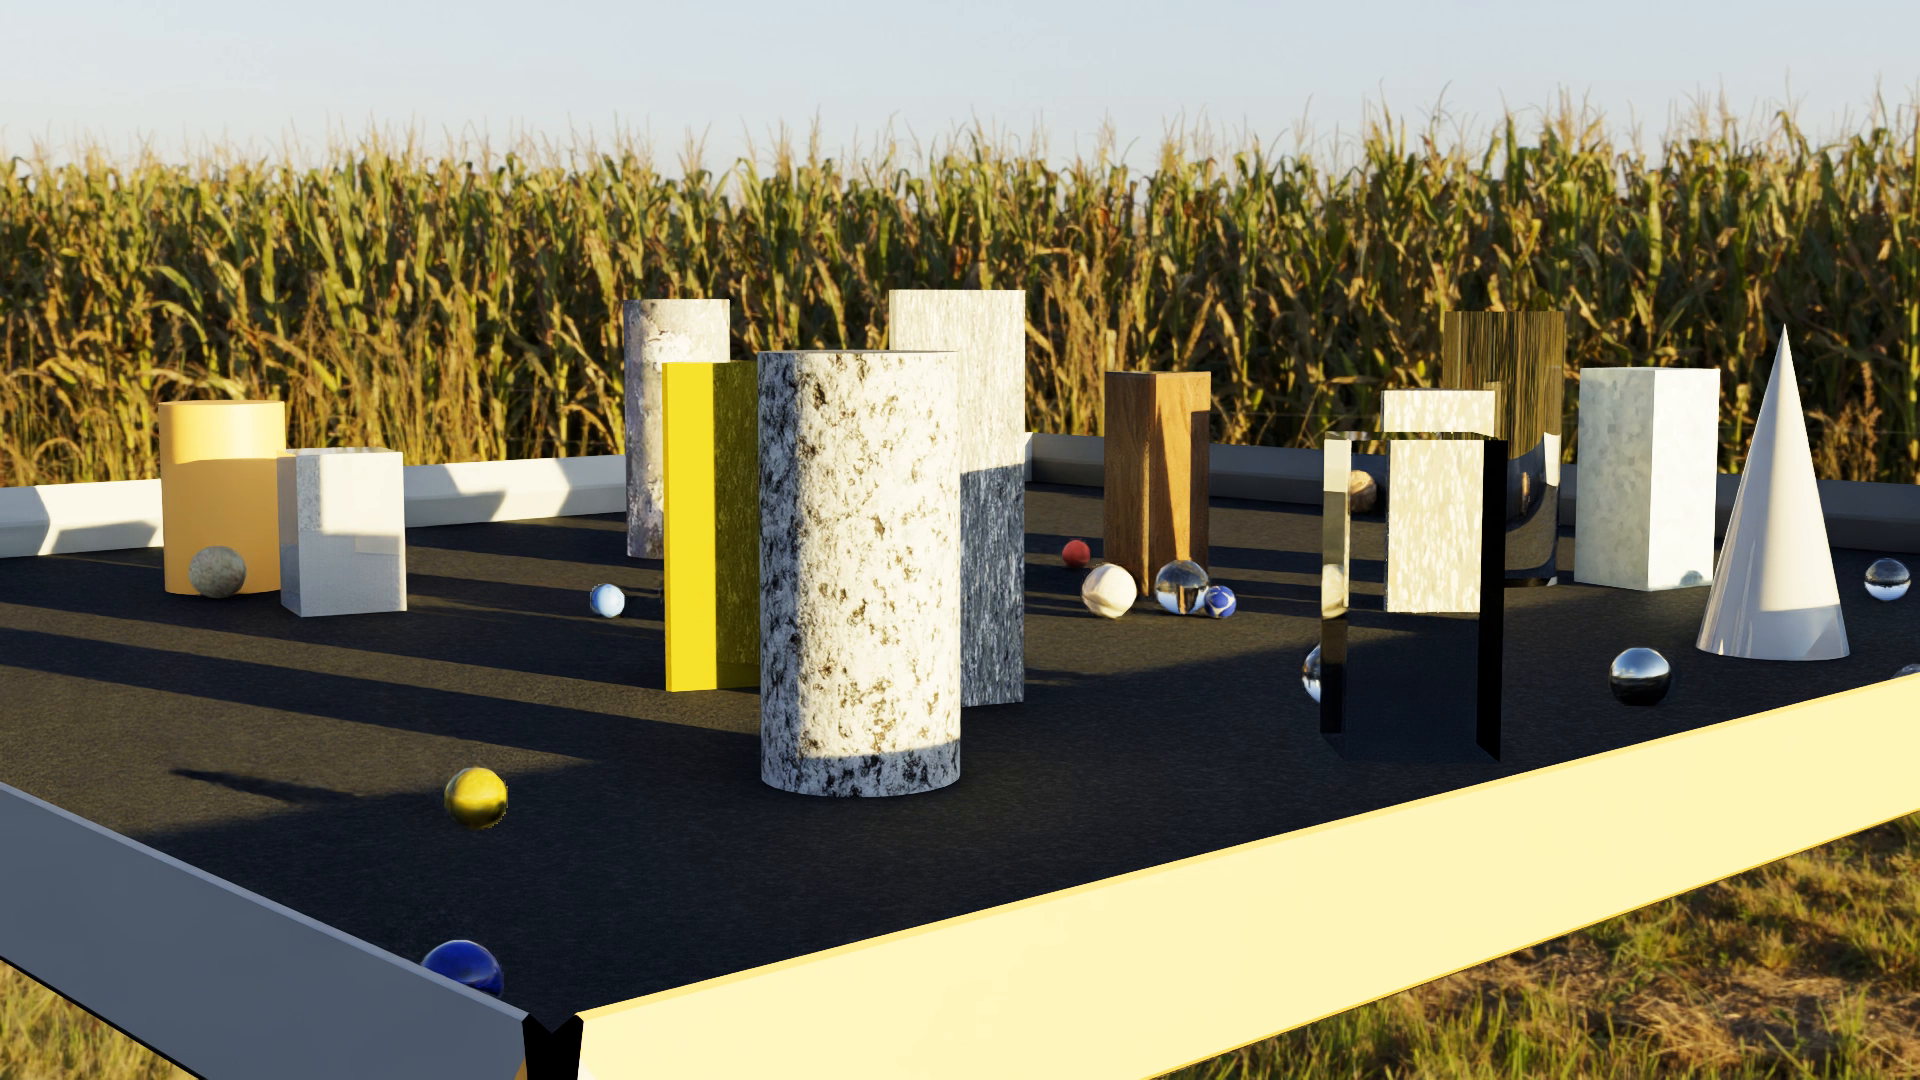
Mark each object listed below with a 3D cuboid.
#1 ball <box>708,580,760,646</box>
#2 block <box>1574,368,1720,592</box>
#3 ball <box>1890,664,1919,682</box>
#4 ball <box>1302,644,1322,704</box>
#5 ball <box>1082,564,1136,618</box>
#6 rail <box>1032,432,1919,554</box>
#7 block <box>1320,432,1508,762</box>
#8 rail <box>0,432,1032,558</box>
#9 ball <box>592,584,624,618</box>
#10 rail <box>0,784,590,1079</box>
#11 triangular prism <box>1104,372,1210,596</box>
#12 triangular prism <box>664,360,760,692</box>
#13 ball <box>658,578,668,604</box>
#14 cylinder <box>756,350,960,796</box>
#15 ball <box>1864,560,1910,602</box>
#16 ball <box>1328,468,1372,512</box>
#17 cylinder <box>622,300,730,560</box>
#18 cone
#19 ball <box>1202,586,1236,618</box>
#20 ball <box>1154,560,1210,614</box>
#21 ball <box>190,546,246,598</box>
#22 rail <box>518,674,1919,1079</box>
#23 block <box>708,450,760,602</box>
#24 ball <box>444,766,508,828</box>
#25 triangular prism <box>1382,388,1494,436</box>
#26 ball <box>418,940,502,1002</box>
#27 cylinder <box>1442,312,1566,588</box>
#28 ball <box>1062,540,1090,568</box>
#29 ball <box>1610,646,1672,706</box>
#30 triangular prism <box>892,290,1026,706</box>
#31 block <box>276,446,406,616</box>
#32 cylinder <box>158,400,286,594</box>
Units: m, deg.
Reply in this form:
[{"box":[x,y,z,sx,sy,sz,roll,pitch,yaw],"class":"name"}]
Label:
[{"box":[-0.288,0.096,2.903,0.088,0.088,0.088,0,6,0],"class":"ball"},{"box":[1.108,-0.103,3.552,0.152,0.347,0.152,-4,7,-32],"class":"block"},{"box":[0.996,0.167,2.268,0.080,0.080,0.080,0,6,0],"class":"ball"},{"box":[0.420,0.150,2.451,0.076,0.076,0.076,0,6,0],"class":"ball"},{"box":[0.215,0.074,3.167,0.077,0.077,0.077,0,6,0],"class":"ball"},{"box":[1.256,-0.090,4.485,0.045,0.123,3.206,-6,8,-42],"class":"rail"},{"box":[0.454,0.053,2.220,0.152,0.317,0.152,0,6,0],"class":"block"},{"box":[-1.071,-0.090,4.486,3.465,0.123,0.045,-6,8,-42],"class":"rail"},{"box":[-0.507,0.088,3.172,0.048,0.048,0.048,0,6,0],"class":"ball"},{"box":[-1.256,0.154,2.180,0.045,0.123,3.206,-6,8,-42],"class":"rail"},{"box":[0.290,-0.094,3.489,0.142,0.344,0.164,5,8,38],"class":"triangular prism"},{"box":[-0.289,-0.024,2.639,0.164,0.382,0.142,-2,6,-21],"class":"triangular prism"},{"box":[-0.428,0.076,3.296,0.047,0.047,0.047,0,6,0],"class":"ball"},{"box":[-0.095,0.024,2.082,0.190,0.404,0.190,0,6,0],"class":"cylinder"},{"box":[1.412,0.061,3.349,0.064,0.064,0.064,0,6,0],"class":"ball"},{"box":[0.855,-0.109,4.817,0.095,0.095,0.095,0,6,0],"class":"ball"},{"box":[-0.510,-0.204,3.979,0.190,0.459,0.190,0,6,0],"class":"cylinder"},{"box":[1.064,-0.068,2.859,0.190,0.424,0.190,0,6,0],"class":"cone"},{"box":[0.373,0.089,3.161,0.048,0.048,0.048,0,6,0],"class":"ball"},{"box":[0.323,0.068,3.199,0.081,0.081,0.081,0,6,0],"class":"ball"},{"box":[-1.139,0.049,3.377,0.082,0.082,0.082,0,6,0],"class":"ball"},{"box":[1.071,0.154,2.178,3.465,0.123,0.045,-6,8,-42],"class":"rail"},{"box":[-0.254,-0.002,3.114,0.152,0.238,0.152,2,6,20],"class":"block"},{"box":[-0.416,0.221,1.886,0.053,0.053,0.053,0,6,0],"class":"ball"},{"box":[0.711,-0.068,3.346,0.164,0.322,0.142,0,6,2],"class":"triangular prism"},{"box":[-0.312,0.276,1.368,0.053,0.053,0.053,0,6,0],"class":"ball"},{"box":[0.881,-0.152,3.581,0.190,0.439,0.190,0,6,0],"class":"cylinder"},{"box":[0.200,0.025,3.769,0.049,0.049,0.049,0,6,0],"class":"ball"},{"box":[0.762,0.153,2.464,0.067,0.067,0.067,0,6,0],"class":"ball"},{"box":[-0.032,-0.051,2.504,0.164,0.464,0.142,-3,7,-27],"class":"triangular prism"},{"box":[-0.920,-0.016,3.268,0.152,0.234,0.152,-3,7,-27],"class":"block"},{"box":[-1.170,-0.071,3.501,0.190,0.295,0.190,0,6,0],"class":"cylinder"}]
